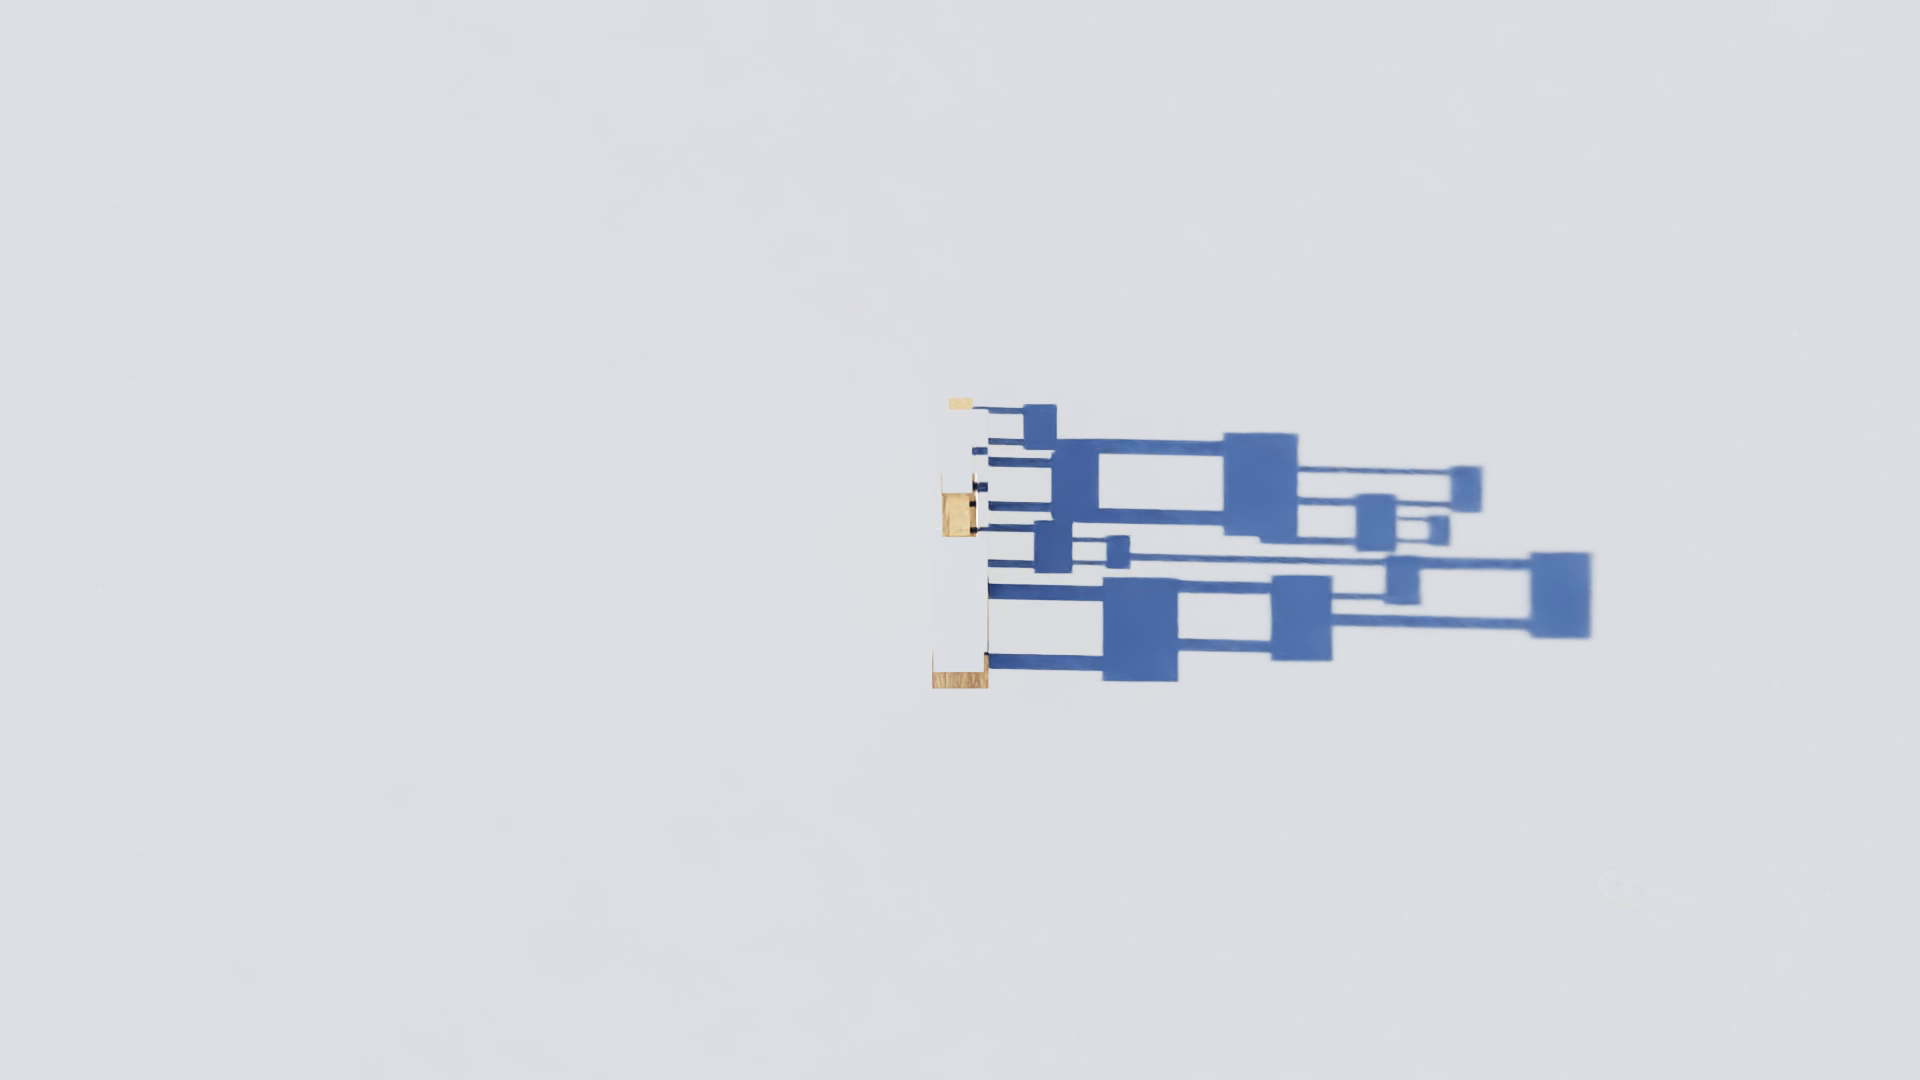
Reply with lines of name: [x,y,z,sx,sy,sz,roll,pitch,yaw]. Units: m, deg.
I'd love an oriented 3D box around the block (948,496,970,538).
block: [-0.002,-0.063,4.506,0.055,0.016,0.110,-1,90,0]

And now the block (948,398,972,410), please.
block: [0.002,-0.382,5.334,0.077,0.022,0.155,0,90,0]

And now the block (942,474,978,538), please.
block: [-0.001,-0.087,4.638,0.099,0.028,0.198,-1,90,0]

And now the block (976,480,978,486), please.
block: [-0.001,-0.155,4.751,0.099,0.198,0.028,0,91,0]

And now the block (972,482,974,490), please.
block: [-0.004,-0.152,4.543,0.081,0.161,0.023,-1,90,0]

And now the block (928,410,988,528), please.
block: [-0.004,-0.210,4.875,0.174,0.049,0.347,0,90,0]

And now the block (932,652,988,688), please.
block: [0.001,0.285,5.126,0.175,0.049,0.349,0,90,0]

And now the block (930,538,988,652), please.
block: [-0.003,0.140,4.256,0.148,0.042,0.295,0,90,0]

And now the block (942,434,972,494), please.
block: [-0.008,-0.207,4.451,0.081,0.023,0.161,0,90,1]

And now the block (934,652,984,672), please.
block: [-0.004,0.236,4.790,0.145,0.041,0.291,0,90,0]
